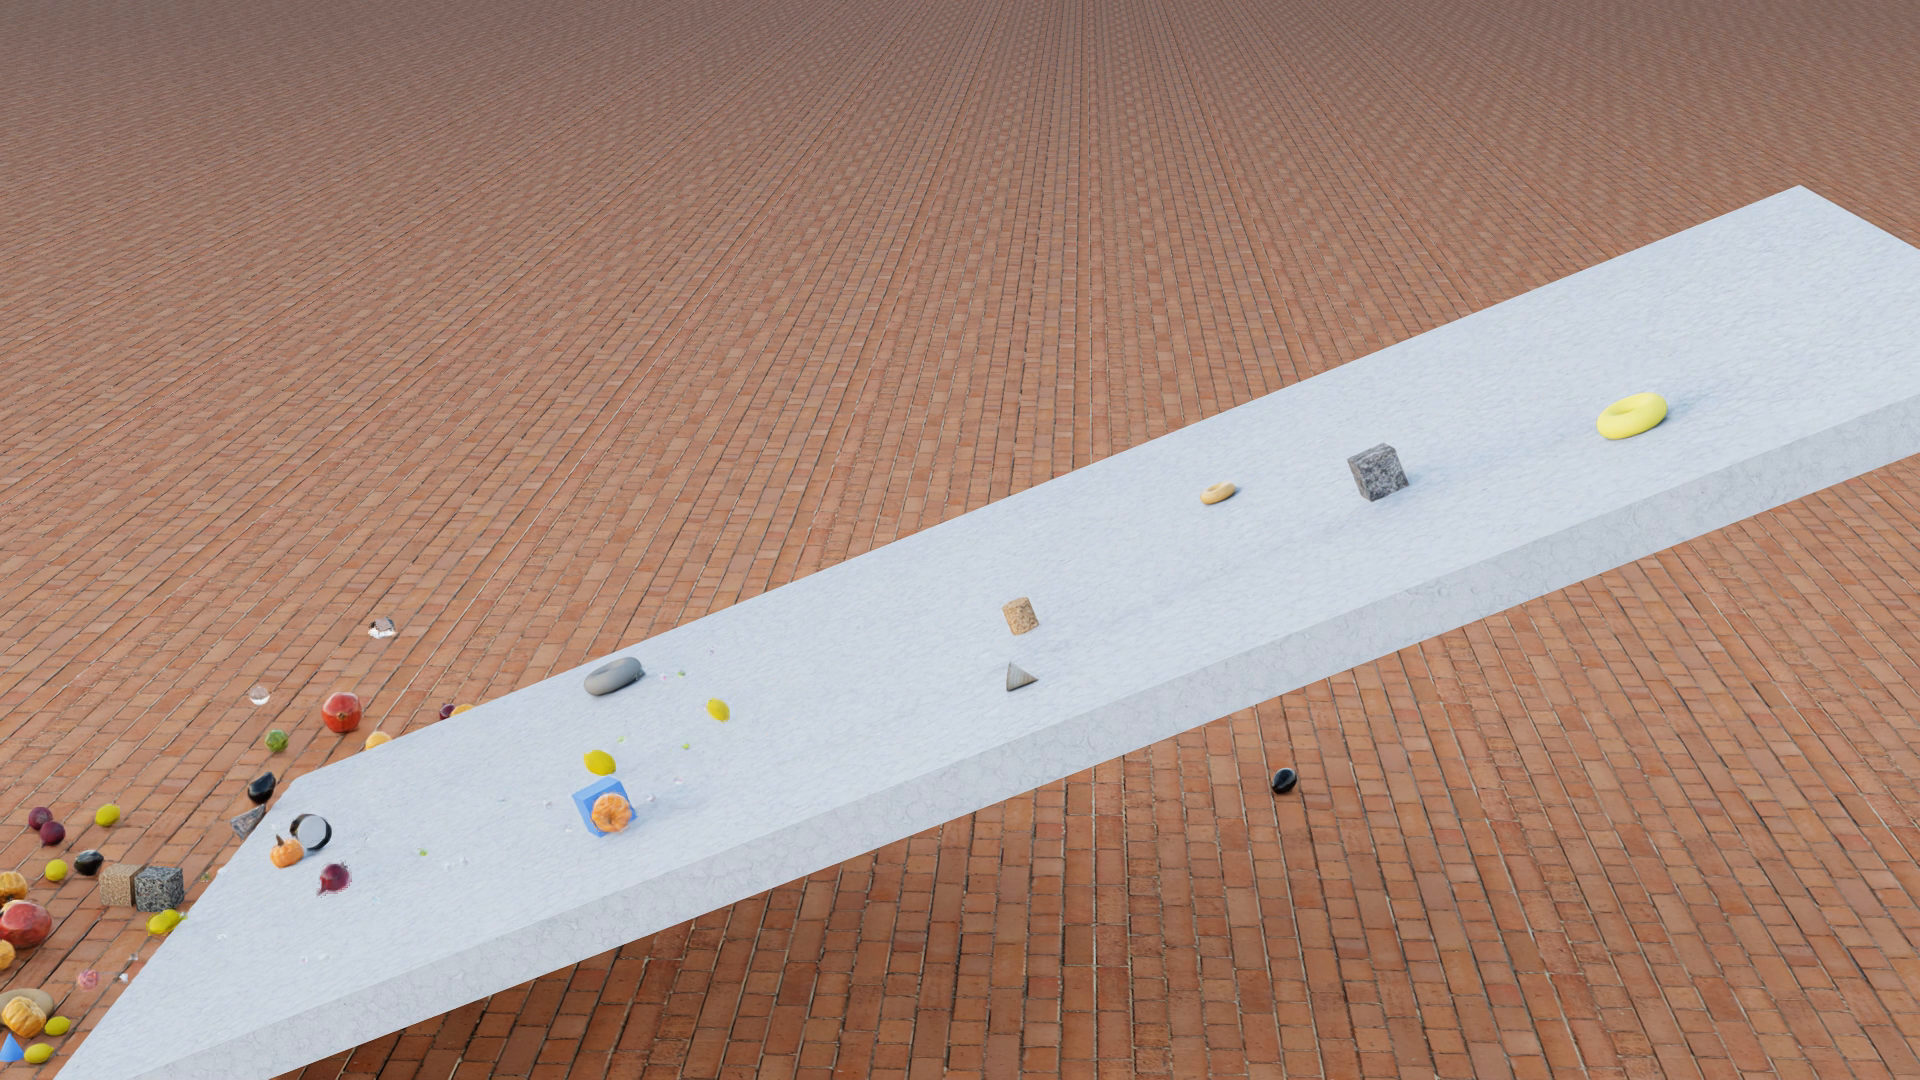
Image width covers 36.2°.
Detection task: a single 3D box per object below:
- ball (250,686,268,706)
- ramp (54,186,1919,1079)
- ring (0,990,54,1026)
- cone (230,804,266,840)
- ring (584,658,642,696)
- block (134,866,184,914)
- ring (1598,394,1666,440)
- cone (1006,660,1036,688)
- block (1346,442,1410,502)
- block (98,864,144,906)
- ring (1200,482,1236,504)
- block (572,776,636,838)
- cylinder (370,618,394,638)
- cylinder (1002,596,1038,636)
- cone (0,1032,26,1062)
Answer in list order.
[{"bbox_3d":[-2.005,0.446,8.418,0.053,0.053,0.053,0,14,0],"label":"ball"},{"bbox_3d":[0.126,0.172,6.288,4.000,0.100,2.000,-21,12,8],"label":"ramp"},{"bbox_3d":[-1.998,0.995,6.265,0.134,0.045,0.134,1,15,0],"label":"ring"},{"bbox_3d":[-1.746,0.686,7.294,0.092,0.092,0.092,34,18,-13],"label":"cone"},{"bbox_3d":[-0.829,0.325,7.023,0.146,0.049,0.146,-22,11,4],"label":"ring"},{"bbox_3d":[-1.874,0.818,6.887,0.082,0.082,0.082,2,14,9],"label":"block"},{"bbox_3d":[1.277,-0.236,5.589,0.138,0.046,0.138,-24,15,7],"label":"ring"},{"bbox_3d":[0.122,0.263,5.609,0.058,0.058,0.058,14,15,2],"label":"cone"},{"bbox_3d":[0.835,-0.136,5.880,0.082,0.082,0.082,-24,12,-3],"label":"block"},{"bbox_3d":[-1.973,0.812,6.924,0.076,0.076,0.076,2,14,9],"label":"block"},{"bbox_3d":[0.559,-0.102,6.372,0.081,0.027,0.081,-23,11,5],"label":"ring"},{"bbox_3d":[-0.707,0.530,5.845,0.084,0.084,0.084,-27,13,-19],"label":"block"},{"bbox_3d":[-1.789,0.273,9.101,0.054,0.054,0.054,-14,19,-43],"label":"cylinder"},{"bbox_3d":[0.123,0.155,5.991,0.059,0.059,0.059,-22,12,5],"label":"cylinder"},{"bbox_3d":[-1.959,1.040,6.067,0.054,0.054,0.054,0,14,0],"label":"cone"}]
